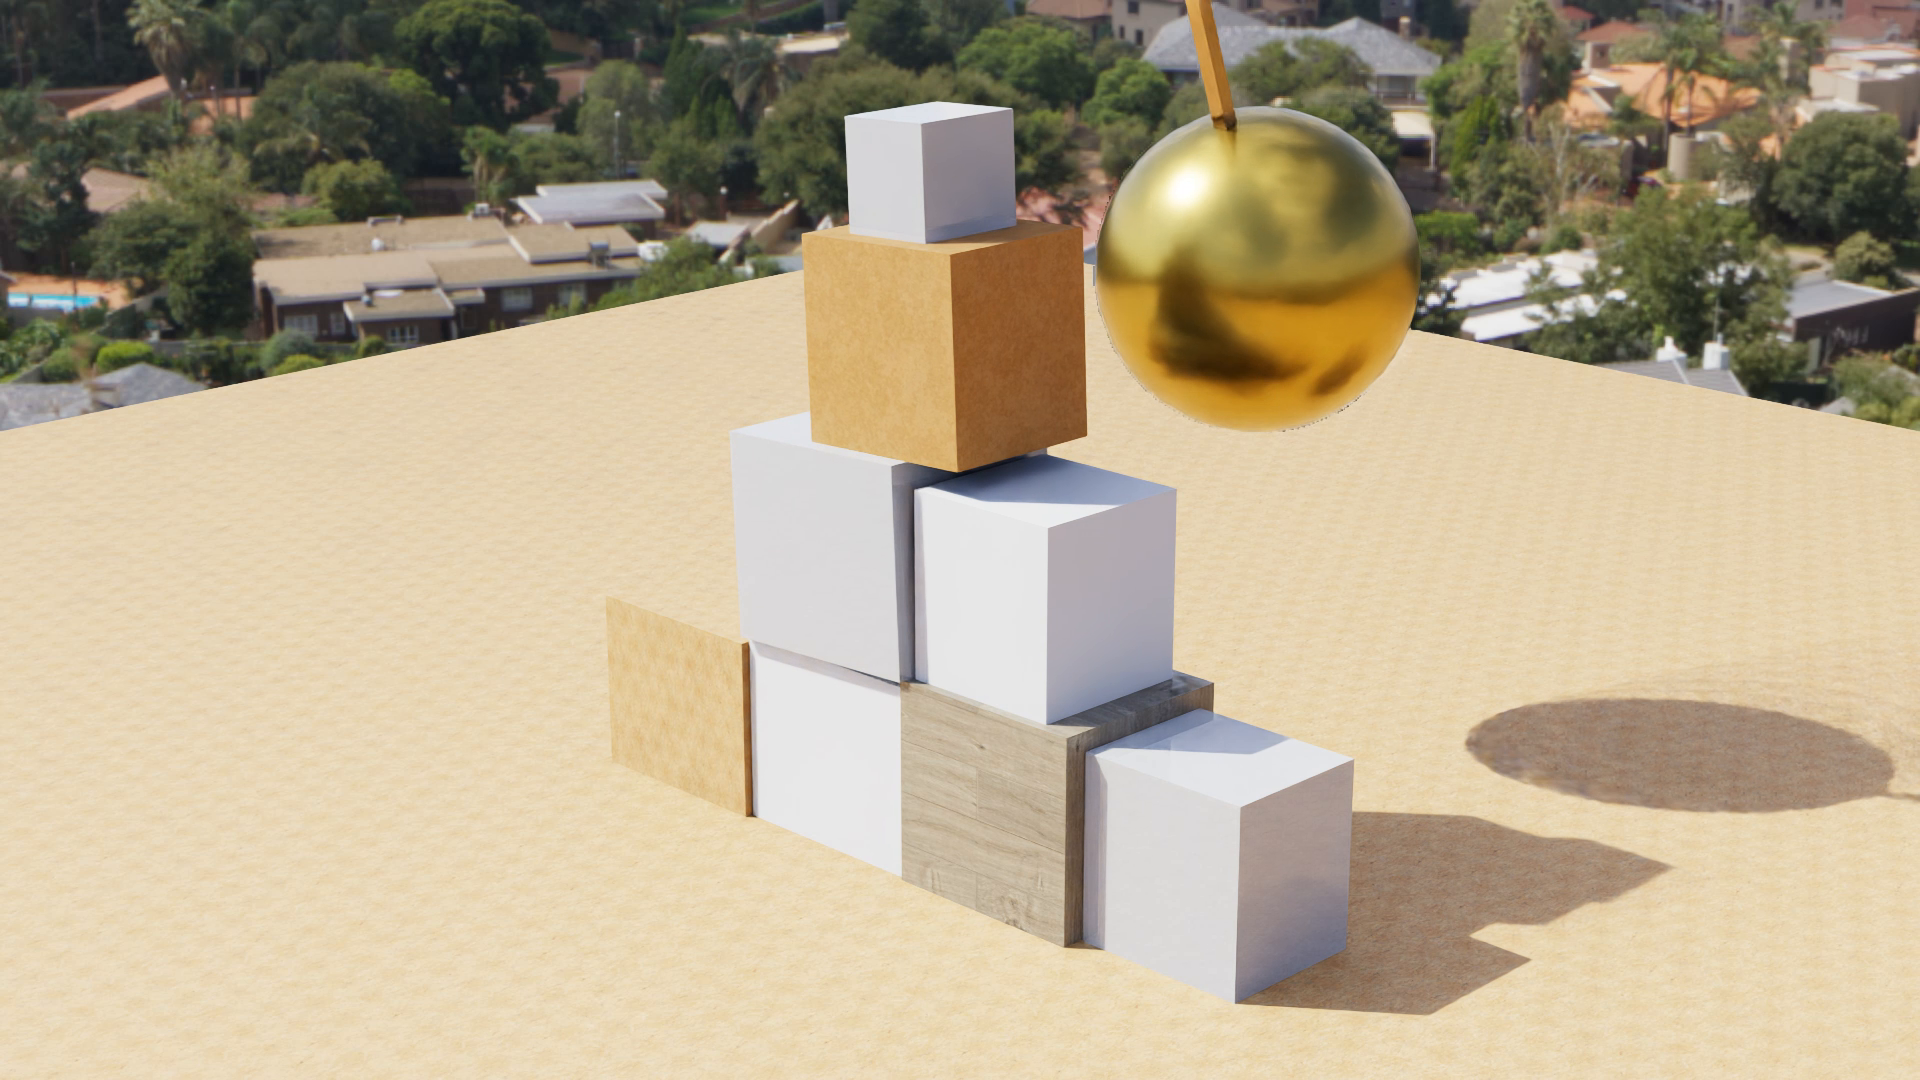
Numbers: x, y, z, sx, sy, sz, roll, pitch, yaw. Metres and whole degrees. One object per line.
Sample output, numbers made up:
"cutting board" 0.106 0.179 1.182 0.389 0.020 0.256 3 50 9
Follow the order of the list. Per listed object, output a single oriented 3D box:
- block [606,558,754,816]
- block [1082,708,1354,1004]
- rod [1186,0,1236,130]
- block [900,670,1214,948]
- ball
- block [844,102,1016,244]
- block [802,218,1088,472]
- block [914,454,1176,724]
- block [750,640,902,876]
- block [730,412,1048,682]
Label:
"block" -1.047 0.699 14.648 0.980 0.883 1.025 -17 24 -42
"block" 1.104 1.338 12.612 0.752 0.884 0.859 -17 24 -42
"rod" 0.636 -4.126 12.711 0.080 5.200 0.080 17 44 42
"block" 0.434 1.095 13.236 0.966 0.974 1.015 -17 24 -42
"ball" 1.467 -1.331 14.461 1.600 1.600 1.600 0 17 0
"block" -0.127 -1.629 12.954 0.476 0.520 0.570 13 22 43
"block" -0.064 -0.915 13.123 0.931 0.951 0.833 13 22 43
"block" 0.376 0.199 12.989 0.824 0.885 0.804 -17 24 -42
"block" -0.295 0.896 13.951 0.939 0.925 1.043 -17 24 -42
"block" -0.317 -0.039 13.640 0.990 0.996 1.082 -17 21 -42
